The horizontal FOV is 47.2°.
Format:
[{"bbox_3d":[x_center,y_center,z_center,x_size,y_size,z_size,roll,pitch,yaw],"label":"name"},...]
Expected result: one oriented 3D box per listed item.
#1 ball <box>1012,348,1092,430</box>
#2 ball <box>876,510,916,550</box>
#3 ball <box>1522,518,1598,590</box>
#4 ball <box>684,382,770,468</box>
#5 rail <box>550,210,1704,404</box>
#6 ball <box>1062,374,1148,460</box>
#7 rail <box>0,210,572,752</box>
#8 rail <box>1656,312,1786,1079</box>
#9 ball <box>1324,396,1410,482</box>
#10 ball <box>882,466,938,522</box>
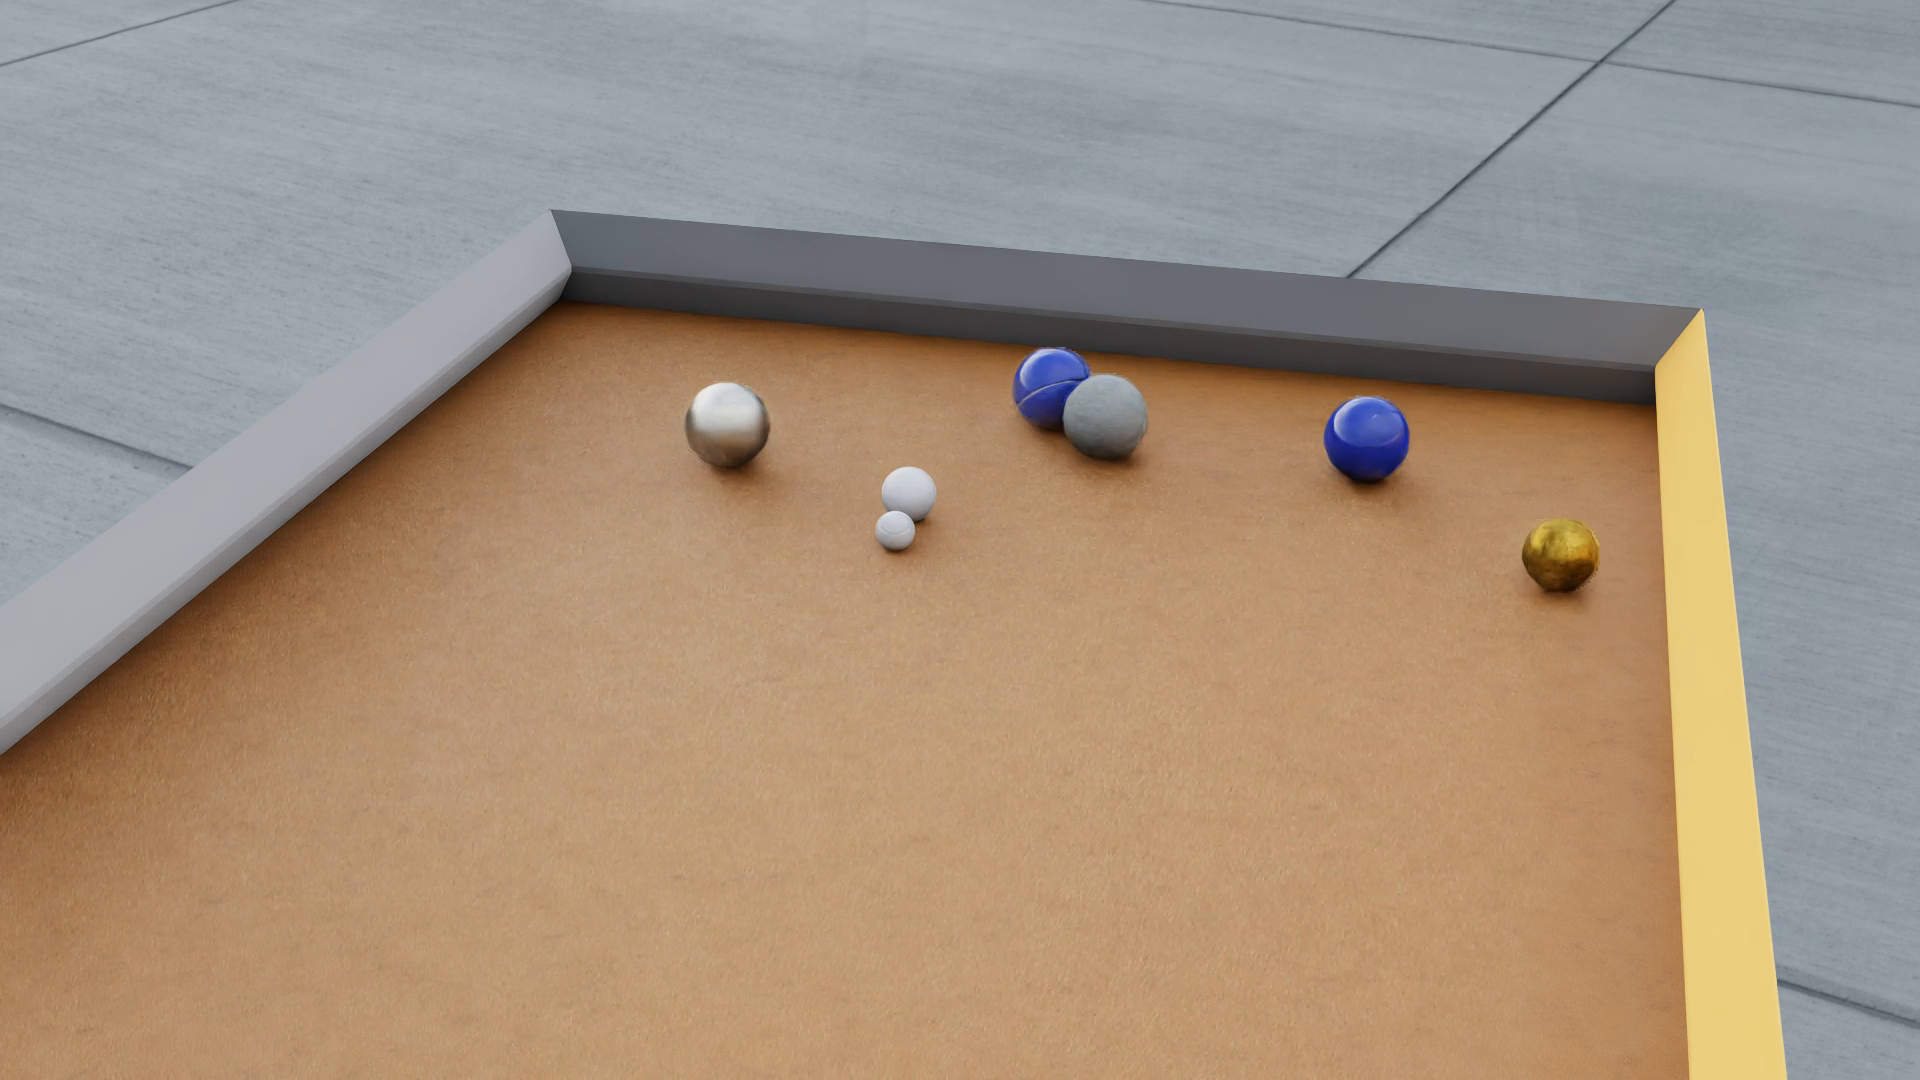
[{"bbox_3d":[0.105,-0.171,2.496,0.093,0.093,0.093,0,27,0],"label":"ball"},{"bbox_3d":[-0.066,-0.009,2.230,0.040,0.040,0.040,0,27,0],"label":"ball"},{"bbox_3d":[0.586,0.014,2.149,0.072,0.072,0.072,0,27,0],"label":"ball"},{"bbox_3d":[-0.254,-0.126,2.403,0.093,0.093,0.093,0,27,0],"label":"ball"},{"bbox_3d":[0.154,-0.281,2.679,1.425,0.122,0.045,7,27,13],"label":"rail"},{"bbox_3d":[0.160,-0.135,2.421,0.094,0.094,0.094,0,27,0],"label":"ball"},{"bbox_3d":[-0.826,0.171,1.774,0.045,0.122,2.503,7,27,13],"label":"rail"},{"bbox_3d":[0.507,0.328,1.460,0.045,0.122,2.503,7,27,13],"label":"rail"},{"bbox_3d":[0.439,-0.109,2.372,0.092,0.092,0.092,0,27,0],"label":"ball"},{"bbox_3d":[-0.053,-0.047,2.286,0.058,0.058,0.058,0,27,0],"label":"ball"}]
